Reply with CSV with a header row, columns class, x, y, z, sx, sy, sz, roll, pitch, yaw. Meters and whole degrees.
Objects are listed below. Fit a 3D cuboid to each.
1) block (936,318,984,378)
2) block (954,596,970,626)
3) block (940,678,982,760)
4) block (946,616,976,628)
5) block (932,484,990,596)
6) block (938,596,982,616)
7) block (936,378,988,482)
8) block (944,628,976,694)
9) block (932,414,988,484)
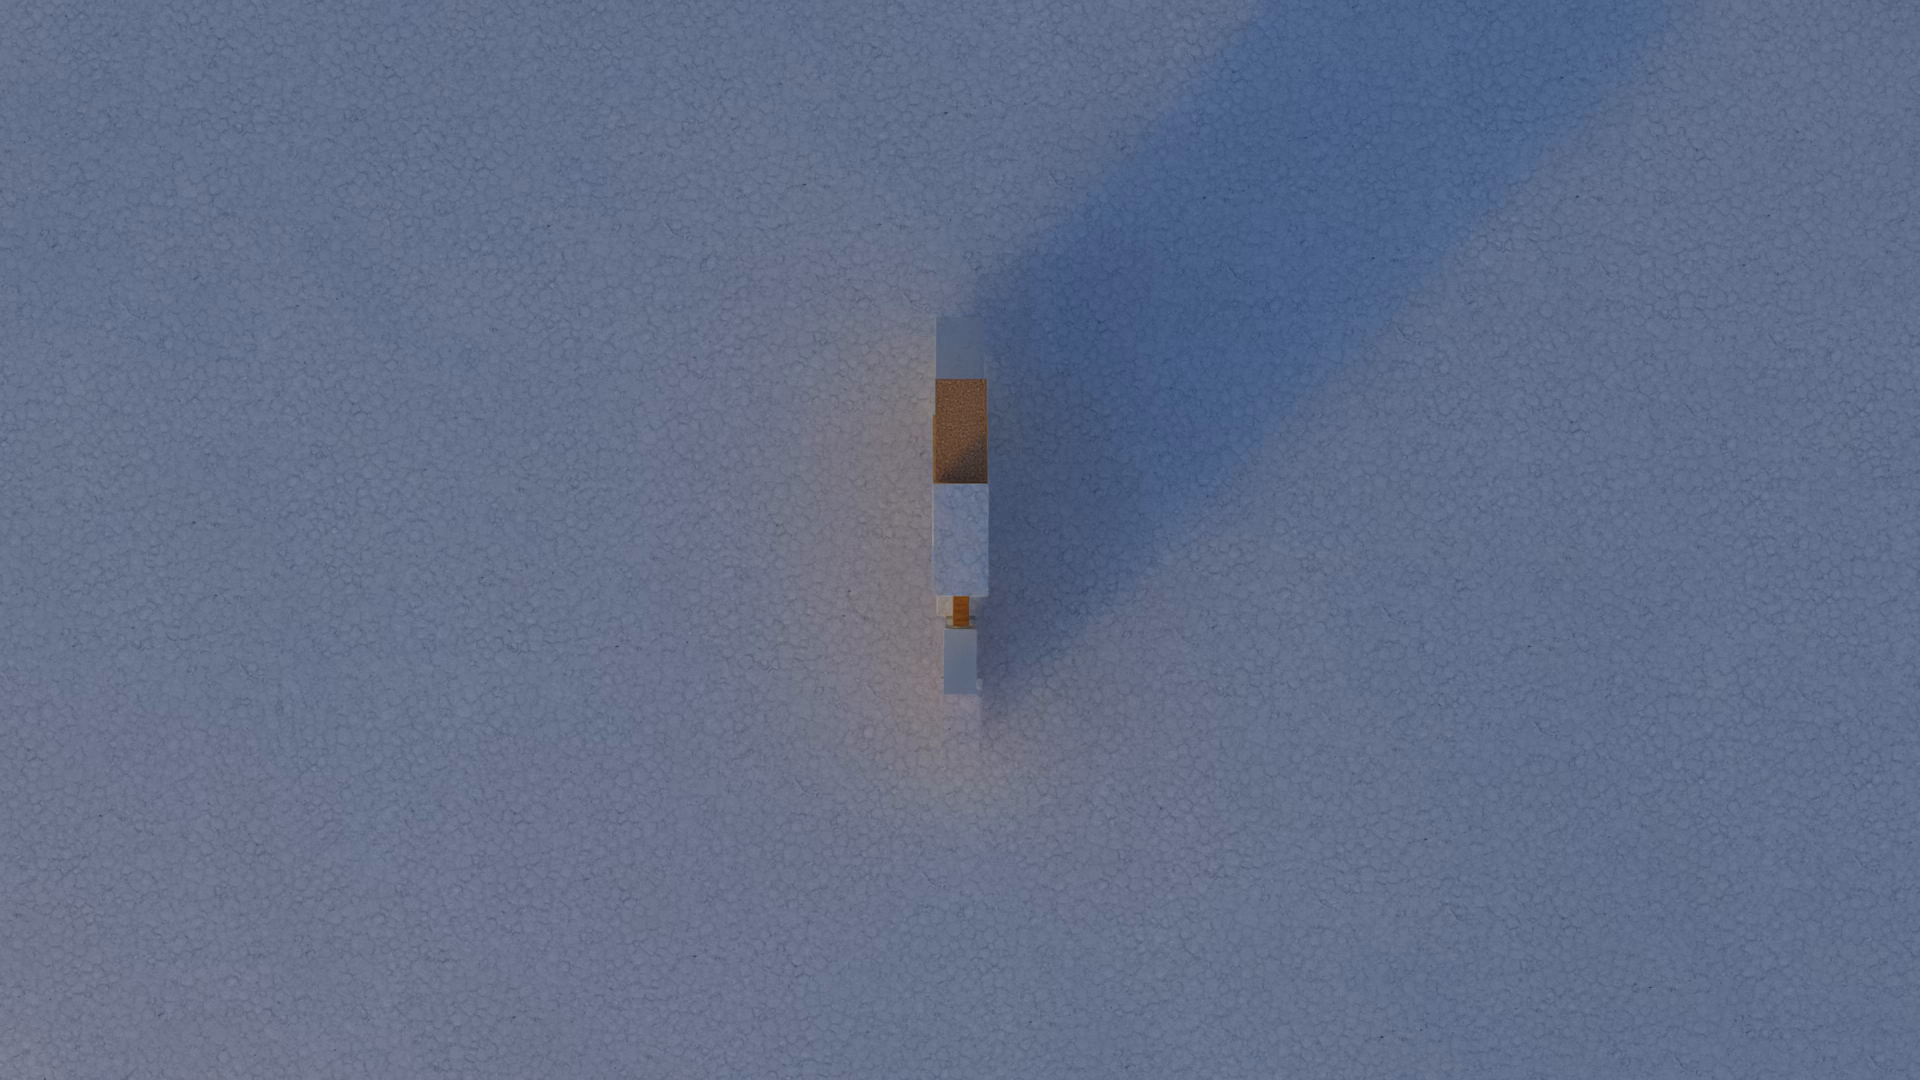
class,x,y,z,sx,sy,sz,roll,pitch,yaw
block,0.000,-0.545,5.175,0.152,0.043,0.303,0,90,0
block,0.004,0.215,5.075,0.049,0.014,0.098,0,90,0
block,0.005,0.566,5.221,0.130,0.037,0.261,0,90,0
block,0.002,0.336,5.299,0.094,0.027,0.188,0,90,0
block,0.003,0.000,4.766,0.162,0.046,0.323,0,90,0
block,-0.002,0.097,5.200,0.140,0.040,0.280,0,90,0
block,0.004,-0.316,4.792,0.149,0.042,0.299,0,90,0
block,0.001,0.367,4.992,0.098,0.028,0.196,0,90,0
block,0.001,-0.218,5.136,0.170,0.048,0.340,0,90,0
